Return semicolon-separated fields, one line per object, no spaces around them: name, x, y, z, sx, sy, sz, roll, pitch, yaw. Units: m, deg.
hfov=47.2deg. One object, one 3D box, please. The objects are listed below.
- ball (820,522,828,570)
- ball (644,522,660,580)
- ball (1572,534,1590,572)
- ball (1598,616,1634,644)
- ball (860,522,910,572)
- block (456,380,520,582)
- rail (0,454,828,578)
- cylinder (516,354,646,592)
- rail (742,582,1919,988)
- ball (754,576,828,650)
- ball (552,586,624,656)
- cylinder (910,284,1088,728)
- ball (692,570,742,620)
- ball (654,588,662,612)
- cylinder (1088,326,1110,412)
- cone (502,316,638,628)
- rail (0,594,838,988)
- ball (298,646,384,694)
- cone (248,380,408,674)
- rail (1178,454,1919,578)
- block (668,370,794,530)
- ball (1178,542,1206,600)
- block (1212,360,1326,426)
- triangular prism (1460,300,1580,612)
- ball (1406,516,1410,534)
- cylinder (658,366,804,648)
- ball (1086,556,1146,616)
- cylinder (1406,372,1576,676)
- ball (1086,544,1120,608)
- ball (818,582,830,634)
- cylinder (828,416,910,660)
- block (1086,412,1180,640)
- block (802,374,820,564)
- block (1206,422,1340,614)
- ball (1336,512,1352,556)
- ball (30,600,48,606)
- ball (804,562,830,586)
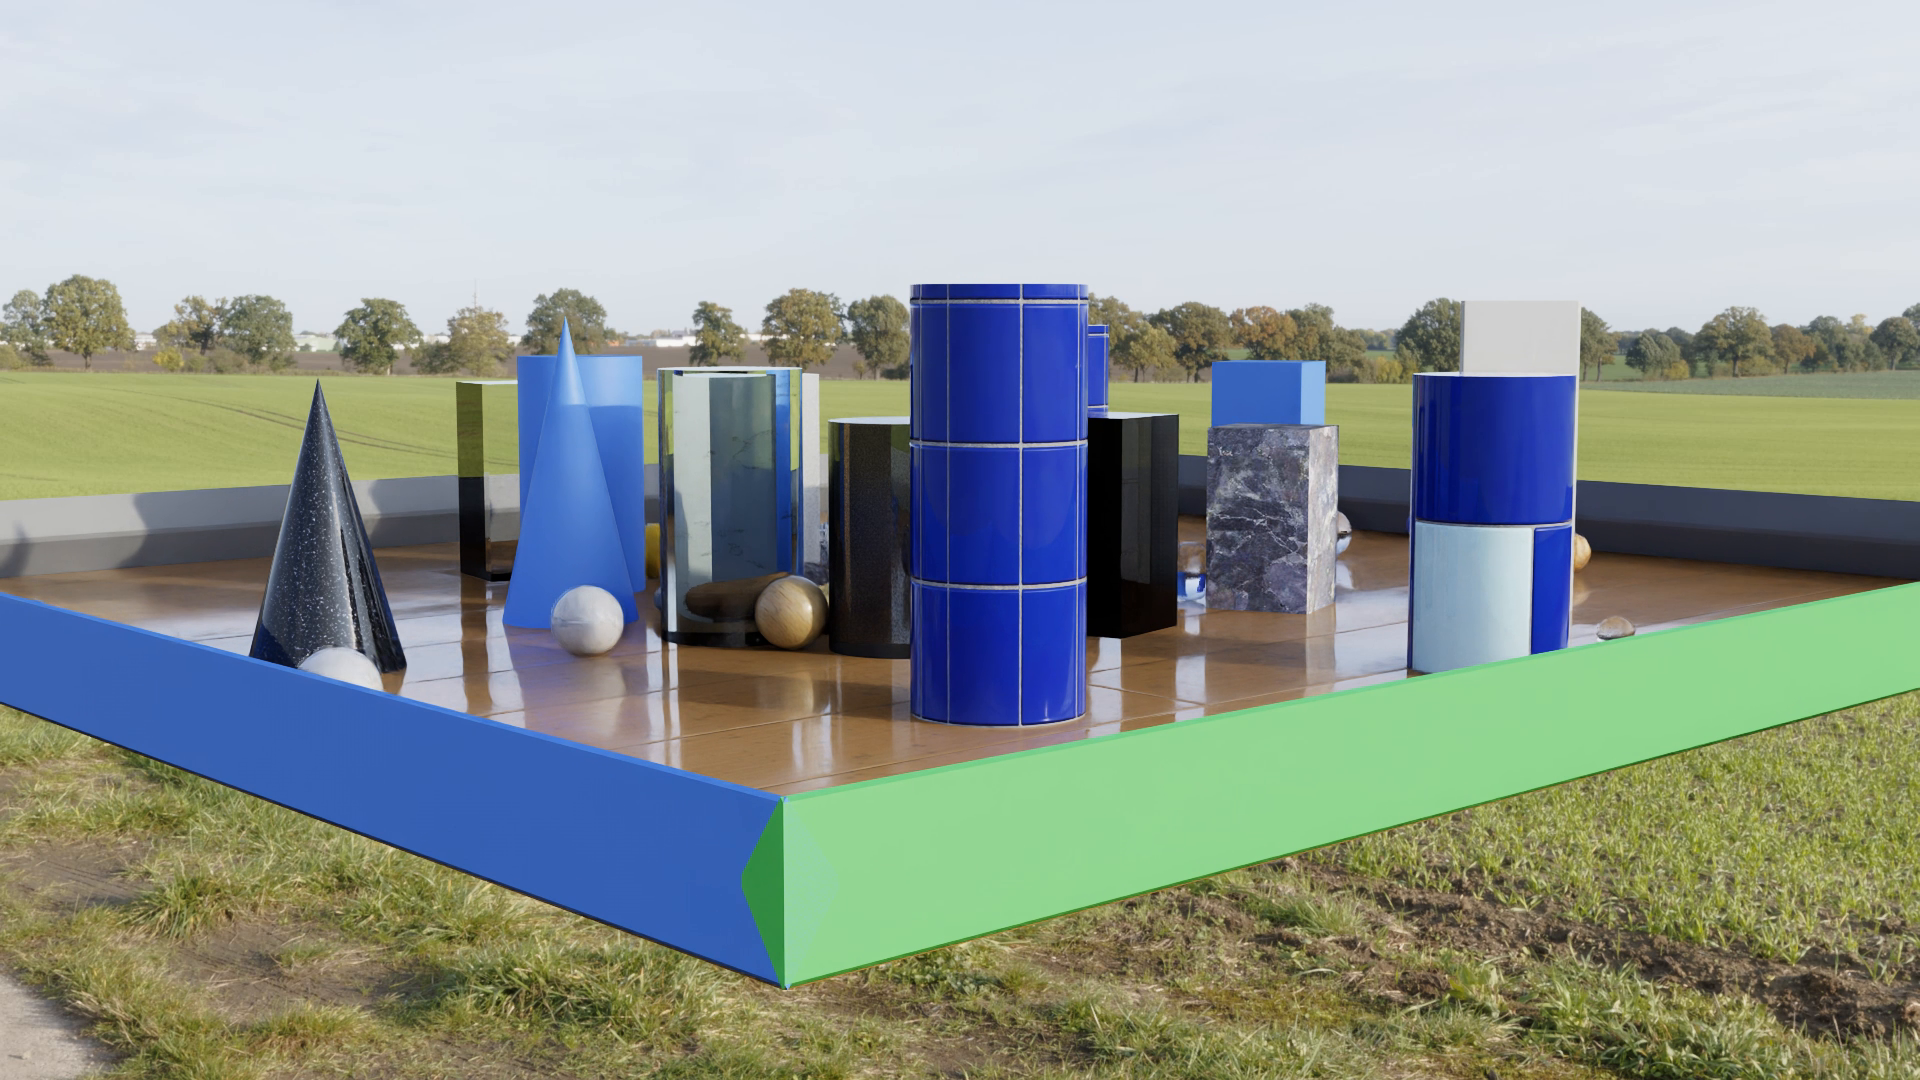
ball;-0.216;0.010;3.762;0.085;0.085;0.085;0;6;0
ball;-0.504;0.019;3.639;0.094;0.094;0.094;0;6;0
ball;1.039;0.021;3.742;0.067;0.067;0.067;0;6;0
ball;0.853;0.124;2.860;0.047;0.047;0.047;0;6;0
ball;-0.129;0.011;3.753;0.085;0.085;0.085;0;6;0
block;-0.743;-0.103;3.699;0.156;0.324;0.156;-4;7;-31
rail;-0.881;-0.066;4.282;2.754;0.127;0.045;-5;8;-42
cylinder;-0.601;-0.106;3.494;0.195;0.372;0.195;0;6;0
rail;0.881;0.132;2.382;2.754;0.127;0.045;-5;8;-42
ball;-0.221;0.095;2.889;0.098;0.098;0.098;0;6;0
ball;-0.479;0.104;2.831;0.091;0.091;0.091;0;6;0
cylinder;0.042;-0.044;2.420;0.195;0.471;0.195;0;6;0
ball;-0.350;0.078;3.172;0.072;0.072;0.072;0;6;0
ball;-0.431;0.086;3.239;0.042;0.042;0.042;0;6;0
cylinder;0.181;-0.196;4.140;0.195;0.415;0.195;0;6;0
cone;-0.562;-0.103;3.152;0.195;0.436;0.195;0;6;0
rail;-0.995;0.129;2.419;0.045;0.127;2.646;-5;8;-42
ball;-0.653;0.158;2.307;0.093;0.093;0.093;0;6;0
cone;-0.791;-0.021;2.728;0.195;0.362;0.195;0;6;0
rail;0.995;-0.063;4.245;0.045;0.127;2.646;-5;8;-42
block;-0.400;-0.127;3.856;0.156;0.337;0.156;-5;8;-41
ball;0.353;0.048;3.375;0.090;0.090;0.090;0;6;0
block;0.532;-0.130;3.799;0.156;0.356;0.156;3;7;24
triangular prism;0.831;-0.131;3.318;0.169;0.458;0.146;1;6;7
ball;0.899;-0.030;4.311;0.050;0.050;0.050;0;6;0
cylinder;-0.310;-0.050;2.990;0.195;0.365;0.195;0;6;0
ball;0.227;0.067;3.213;0.086;0.086;0.086;0;6;0
cylinder;0.656;-0.022;2.720;0.195;0.365;0.195;0;6;0
ball;0.193;0.053;3.296;0.096;0.096;0.096;0;6;0
ball;-0.178;0.095;3.019;0.071;0.071;0.071;0;6;0
cylinder;-0.076;-0.007;2.893;0.195;0.301;0.195;0;6;0
block;0.198;-0.026;3.075;0.156;0.299;0.156;4;7;34
block;-0.320;-0.074;3.294;0.156;0.349;0.156;-6;8;-43
block;0.471;-0.036;3.313;0.156;0.270;0.156;3;7;25
ball;0.662;-0.012;3.964;0.087;0.087;0.087;0;6;0
ball;-1.270;0.106;3.017;0.049;0.049;0.049;0;6;0
ball;-0.218;0.076;3.112;0.089;0.089;0.089;0;6;0
